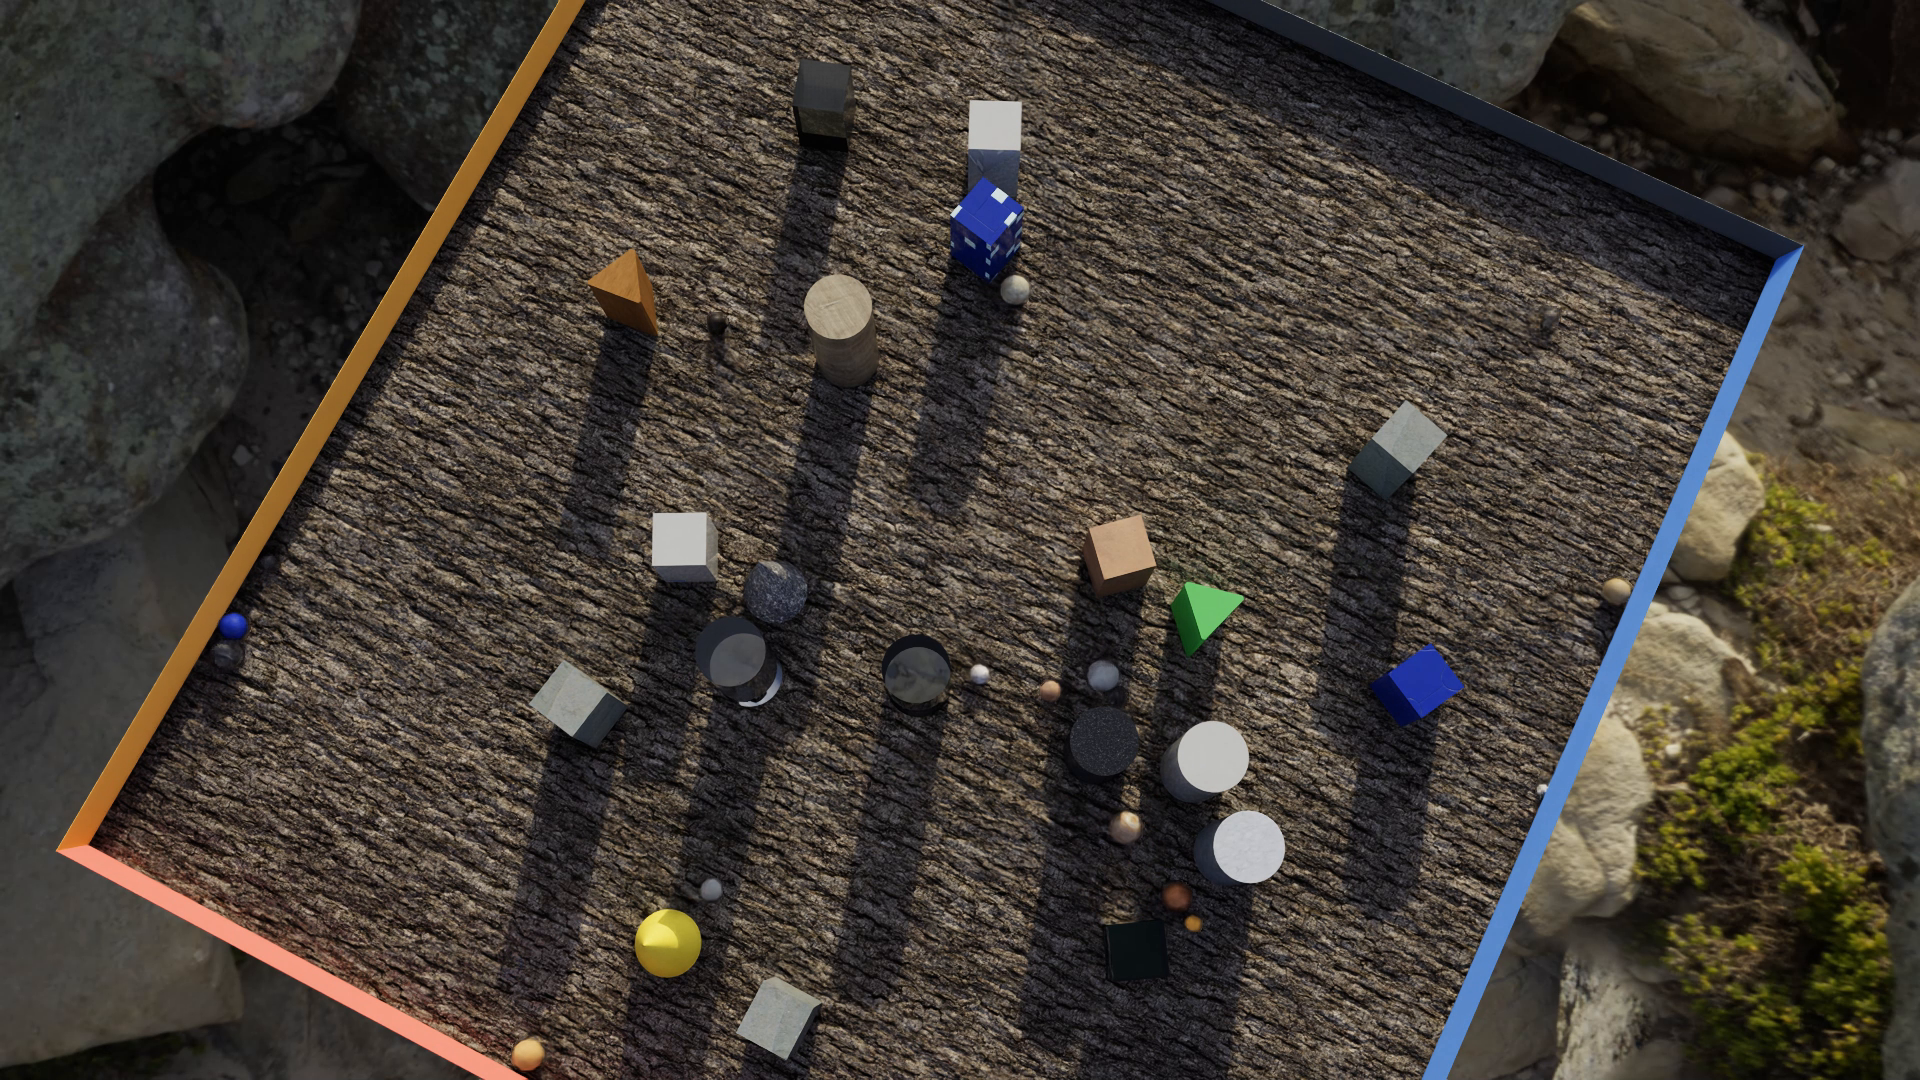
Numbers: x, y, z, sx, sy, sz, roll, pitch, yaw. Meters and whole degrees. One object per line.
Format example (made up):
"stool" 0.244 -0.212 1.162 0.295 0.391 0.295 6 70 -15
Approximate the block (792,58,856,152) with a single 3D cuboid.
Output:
"block" -0.423 -1.359 5.746 0.156 0.297 0.156 8 78 2

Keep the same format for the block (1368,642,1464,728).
"block" 1.341 0.430 5.396 0.156 0.258 0.156 -34 80 -7

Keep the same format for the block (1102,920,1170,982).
"block" 0.501 1.175 5.248 0.156 0.246 0.156 -5 78 -1

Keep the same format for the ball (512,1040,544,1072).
"ball" -1.240 1.480 5.265 0.088 0.088 0.088 0 78 0

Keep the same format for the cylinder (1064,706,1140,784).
"cylinder" 0.406 0.599 5.320 0.195 0.338 0.195 0 78 0

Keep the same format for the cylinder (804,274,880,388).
"cylinder" -0.350 -0.620 5.496 0.195 0.487 0.195 0 78 0

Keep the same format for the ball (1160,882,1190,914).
"ball" 0.630 1.046 5.355 0.088 0.088 0.088 0 78 0

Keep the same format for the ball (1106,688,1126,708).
"ball" 0.467 0.472 5.488 0.059 0.059 0.059 0 78 0

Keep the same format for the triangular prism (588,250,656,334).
"triangular prism" -1.003 -0.771 5.615 0.169 0.315 0.147 21 79 4

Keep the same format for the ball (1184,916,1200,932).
"ball" 0.681 1.121 5.361 0.047 0.047 0.047 0 78 0

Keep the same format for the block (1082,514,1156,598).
"block" 0.470 0.052 5.443 0.156 0.318 0.156 -15 79 -3

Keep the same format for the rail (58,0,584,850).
"rail" -1.701 -0.826 5.722 0.045 0.127 3.996 26 80 5

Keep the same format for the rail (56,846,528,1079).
"rail" -0.883 1.736 5.191 3.852 0.127 0.045 26 80 5

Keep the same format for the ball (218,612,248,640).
"ball" -2.189 0.260 5.521 0.082 0.082 0.082 0 78 0

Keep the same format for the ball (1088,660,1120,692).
"ball" 0.428 0.406 5.484 0.095 0.095 0.095 0 78 0

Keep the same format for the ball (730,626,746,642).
"ball" -0.670 0.283 5.532 0.050 0.050 0.050 0 78 0

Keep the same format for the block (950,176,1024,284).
"block" 0.081 -0.948 5.641 0.156 0.337 0.156 38 81 7

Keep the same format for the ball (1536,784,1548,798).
"ball" 1.732 0.746 5.441 0.042 0.042 0.042 0 78 0

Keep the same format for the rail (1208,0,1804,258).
"rail" 0.883 -1.722 5.907 3.852 0.127 0.045 26 80 5

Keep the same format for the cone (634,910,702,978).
"cone" -0.856 1.139 5.165 0.195 0.422 0.195 0 78 0

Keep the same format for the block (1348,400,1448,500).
"block" 1.306 -0.265 5.493 0.156 0.349 0.156 42 81 8

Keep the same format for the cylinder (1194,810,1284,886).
"cylinder" 0.789 0.881 5.211 0.195 0.437 0.195 0 78 0

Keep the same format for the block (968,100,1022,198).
"block" 0.106 -1.208 5.681 0.156 0.364 0.156 2 78 0

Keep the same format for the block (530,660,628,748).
"block" -1.106 0.481 5.340 0.156 0.346 0.156 36 81 7

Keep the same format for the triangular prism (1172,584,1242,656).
"triangular prism" 0.696 0.209 5.389 0.147 0.361 0.169 44 82 8

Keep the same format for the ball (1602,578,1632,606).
"ball" 1.984 0.159 5.541 0.084 0.084 0.084 0 78 0

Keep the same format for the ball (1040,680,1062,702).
"ball" 0.273 0.453 5.491 0.062 0.062 0.062 0 78 0

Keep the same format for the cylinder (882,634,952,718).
"cylinder" -0.123 0.400 5.346 0.195 0.368 0.195 0 78 0

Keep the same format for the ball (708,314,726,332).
"ball" -0.760 -0.677 5.728 0.057 0.057 0.057 0 78 0

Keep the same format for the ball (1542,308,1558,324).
"ball" 1.847 -0.699 5.736 0.050 0.050 0.050 0 78 0

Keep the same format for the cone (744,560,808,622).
"cone" -0.563 0.108 5.352 0.195 0.475 0.195 0 78 0

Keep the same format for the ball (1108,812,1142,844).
"ball" 0.487 0.847 5.391 0.098 0.098 0.098 0 78 0

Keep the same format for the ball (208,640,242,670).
"ball" -2.202 0.345 5.497 0.095 0.095 0.095 0 78 0

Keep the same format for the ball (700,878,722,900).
"ball" -0.732 1.026 5.372 0.064 0.064 0.064 0 78 0

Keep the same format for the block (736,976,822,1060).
"block" -0.505 1.345 5.168 0.156 0.334 0.156 27 80 5

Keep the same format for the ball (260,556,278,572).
"ball" -2.102 0.071 5.577 0.049 0.049 0.049 0 78 0

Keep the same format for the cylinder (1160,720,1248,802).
"cylinder" 0.694 0.640 5.249 0.195 0.460 0.195 0 78 0

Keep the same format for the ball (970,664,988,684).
"ball" 0.057 0.403 5.504 0.058 0.058 0.058 0 78 0

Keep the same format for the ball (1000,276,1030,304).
"ball" 0.171 -0.782 5.731 0.092 0.092 0.092 0 78 0

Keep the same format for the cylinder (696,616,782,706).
"cylinder" -0.634 0.356 5.296 0.195 0.484 0.195 0 78 0

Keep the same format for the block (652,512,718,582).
"block" -0.819 0.024 5.476 0.156 0.265 0.156 -1 78 0

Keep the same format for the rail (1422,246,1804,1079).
"rail" 1.701 0.840 5.377 0.045 0.127 3.996 26 80 5
